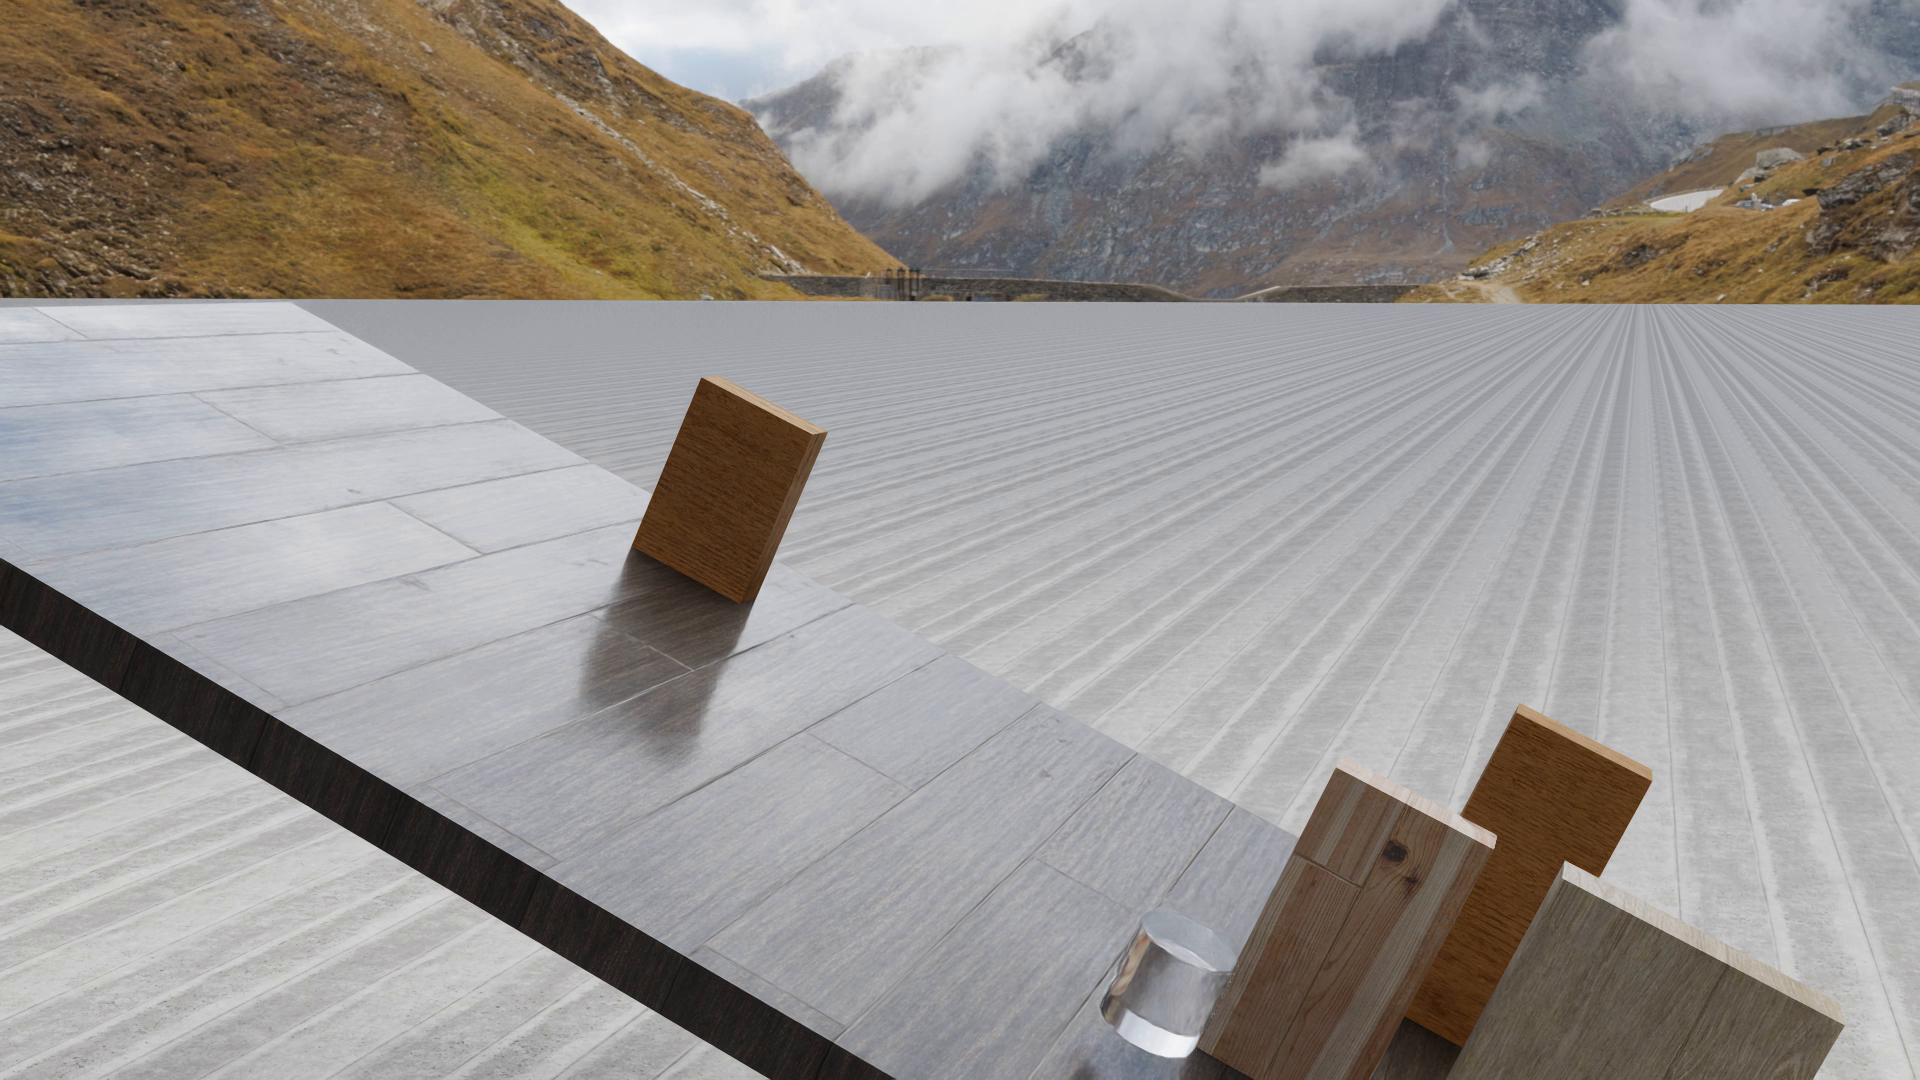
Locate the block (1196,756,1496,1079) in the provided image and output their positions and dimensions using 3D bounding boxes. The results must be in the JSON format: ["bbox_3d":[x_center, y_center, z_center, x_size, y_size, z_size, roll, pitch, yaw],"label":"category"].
[{"bbox_3d":[0.626,0.656,3.588,0.274,0.534,0.090,27,14,12],"label":"block"}]

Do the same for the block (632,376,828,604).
[{"bbox_3d":[-0.507,-0.112,4.831,0.283,0.412,0.095,27,14,12],"label":"block"}]

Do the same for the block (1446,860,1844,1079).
[{"bbox_3d":[0.871,0.835,3.055,0.401,0.660,0.095,27,14,12],"label":"block"}]

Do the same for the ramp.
[{"bbox_3d":[-0.267,0.457,4.172,4.000,0.100,2.000,27,14,12],"label":"ramp"}]

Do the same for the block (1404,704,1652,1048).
[{"bbox_3d":[1.030,0.647,4.137,0.267,0.621,0.098,27,14,12],"label":"block"}]

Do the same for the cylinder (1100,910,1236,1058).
[{"bbox_3d":[0.331,0.706,3.501,0.165,0.165,0.165,22,16,-7],"label":"cylinder"}]
